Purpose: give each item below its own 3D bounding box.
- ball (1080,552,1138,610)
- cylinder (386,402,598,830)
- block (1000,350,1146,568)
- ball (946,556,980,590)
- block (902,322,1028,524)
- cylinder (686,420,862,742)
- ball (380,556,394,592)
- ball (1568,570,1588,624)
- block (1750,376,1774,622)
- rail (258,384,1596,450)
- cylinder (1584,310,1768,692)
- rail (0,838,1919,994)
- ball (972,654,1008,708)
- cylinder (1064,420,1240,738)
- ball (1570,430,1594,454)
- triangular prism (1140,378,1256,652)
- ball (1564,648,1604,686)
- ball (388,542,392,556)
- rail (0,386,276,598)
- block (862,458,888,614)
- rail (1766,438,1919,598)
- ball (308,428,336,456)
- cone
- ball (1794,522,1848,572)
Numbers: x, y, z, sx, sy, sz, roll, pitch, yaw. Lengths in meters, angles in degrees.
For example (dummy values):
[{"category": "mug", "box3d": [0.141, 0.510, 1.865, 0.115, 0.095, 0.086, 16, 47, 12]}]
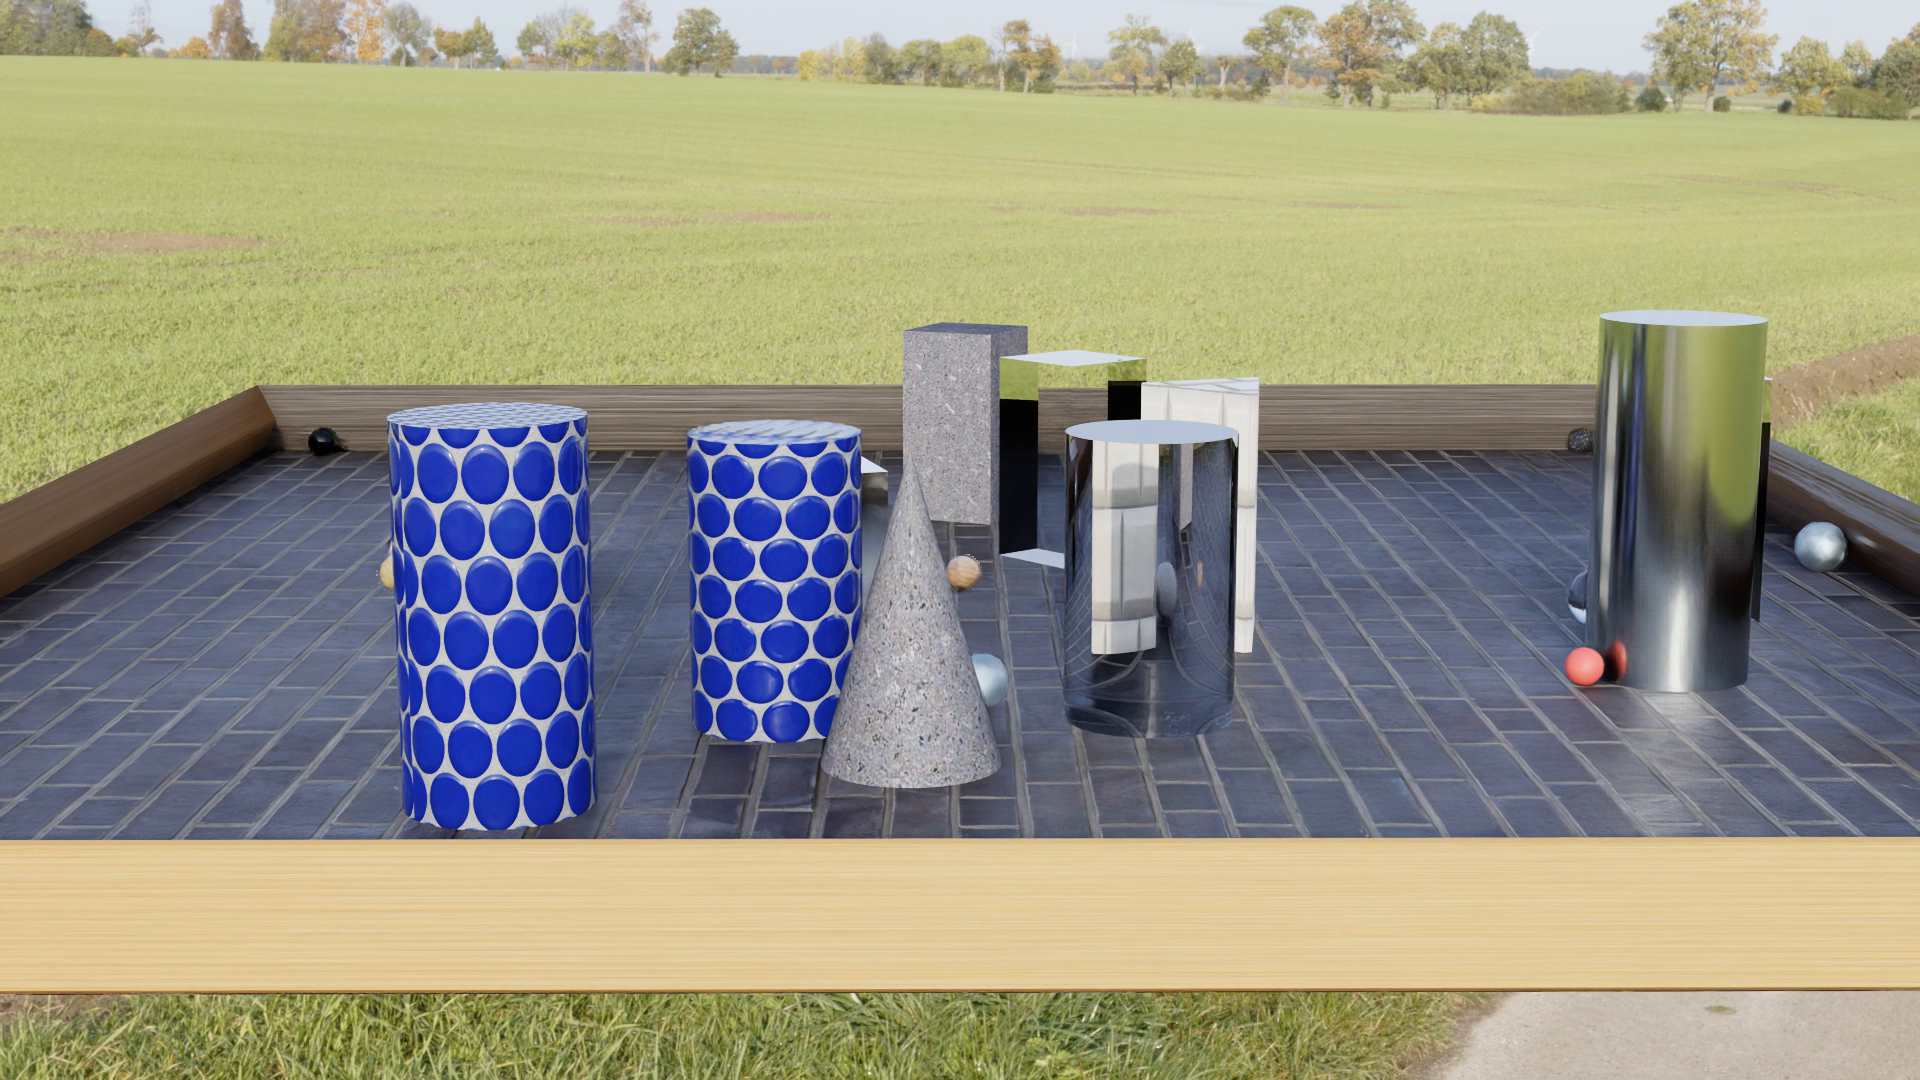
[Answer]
[{"category": "ball", "box3d": [0.202, 0.054, 3.461, 0.079, 0.079, 0.079, 0, 11, 0]}, {"category": "cylinder", "box3d": [-0.458, 0.070, 2.526, 0.192, 0.389, 0.192, 0, 11, 0]}, {"category": "block", "box3d": [0.167, -0.123, 3.814, 0.153, 0.297, 0.153, -9, 14, -40]}, {"category": "ball", "box3d": [0.004, 0.046, 3.593, 0.047, 0.047, 0.047, 0, 11, 0]}, {"category": "block", "box3d": [0.009, -0.193, 4.171, 0.153, 0.304, 0.153, 5, 12, 24]}, {"category": "cylinder", "box3d": [-0.204, 0.042, 2.850, 0.192, 0.327, 0.192, 0, 11, 0]}, {"category": "ball", "box3d": [-0.782, 0.046, 3.575, 0.054, 0.054, 0.054, 0, 11, 0]}, {"category": "ball", "box3d": [0.833, 0.075, 3.349, 0.078, 0.078, 0.078, 0, 11, 0]}, {"category": "block", "box3d": [0.975, -0.063, 3.427, 0.153, 0.322, 0.153, 0, 11, -2]}, {"category": "rail", "box3d": [-0.008, -0.229, 4.851, 2.647, 0.125, 0.045, 0, 11, 0]}, {"category": "cylinder", "box3d": [0.852, -0.051, 3.064, 0.192, 0.430, 0.192, 0, 11, 0]}, {"category": "rail", "box3d": [0.008, 0.293, 2.047, 2.647, 0.125, 0.045, 0, 11, 0]}, {"category": "ball", "box3d": [0.025, 0.161, 2.934, 0.062, 0.062, 0.062, 0, 11, 0]}, {"category": "cylinder", "box3d": [0.212, 0.040, 2.867, 0.192, 0.325, 0.192, 0, 11, 0]}, {"category": "ball", "box3d": [1.174, -0.186, 4.842, 0.046, 0.046, 0.046, 0, 11, 0]}, {"category": "triangular prism", "box3d": [0.339, -0.039, 3.287, 0.166, 0.326, 0.144, 8, 13, 37]}, {"category": "ball", "box3d": [0.740, 0.150, 3.039, 0.045, 0.045, 0.045, 0, 11, 0]}, {"category": "ball", "box3d": [-0.771, 0.017, 3.650, 0.082, 0.082, 0.082, 0, 11, 0]}, {"category": "rail", "box3d": [-1.300, 0.033, 3.442, 0.045, 0.125, 2.900, 0, 11, 0]}, {"category": "block", "box3d": [-0.181, 0.031, 3.128, 0.153, 0.247, 0.153, -3, 11, -16]}, {"category": "rail", "box3d": [1.300, 0.031, 3.457, 0.045, 0.125, 2.900, 0, 11, 0]}, {"category": "ball", "box3d": [-1.198, -0.184, 4.819, 0.051, 0.051, 0.051, 0, 11, 0]}, {"category": "cone", "box3d": [-0.052, 0.070, 2.674, 0.192, 0.335, 0.192, 0, 11, 0]}, {"category": "ball", "box3d": [1.247, 0.009, 3.718, 0.073, 0.073, 0.073, 0, 11, 0]}]
